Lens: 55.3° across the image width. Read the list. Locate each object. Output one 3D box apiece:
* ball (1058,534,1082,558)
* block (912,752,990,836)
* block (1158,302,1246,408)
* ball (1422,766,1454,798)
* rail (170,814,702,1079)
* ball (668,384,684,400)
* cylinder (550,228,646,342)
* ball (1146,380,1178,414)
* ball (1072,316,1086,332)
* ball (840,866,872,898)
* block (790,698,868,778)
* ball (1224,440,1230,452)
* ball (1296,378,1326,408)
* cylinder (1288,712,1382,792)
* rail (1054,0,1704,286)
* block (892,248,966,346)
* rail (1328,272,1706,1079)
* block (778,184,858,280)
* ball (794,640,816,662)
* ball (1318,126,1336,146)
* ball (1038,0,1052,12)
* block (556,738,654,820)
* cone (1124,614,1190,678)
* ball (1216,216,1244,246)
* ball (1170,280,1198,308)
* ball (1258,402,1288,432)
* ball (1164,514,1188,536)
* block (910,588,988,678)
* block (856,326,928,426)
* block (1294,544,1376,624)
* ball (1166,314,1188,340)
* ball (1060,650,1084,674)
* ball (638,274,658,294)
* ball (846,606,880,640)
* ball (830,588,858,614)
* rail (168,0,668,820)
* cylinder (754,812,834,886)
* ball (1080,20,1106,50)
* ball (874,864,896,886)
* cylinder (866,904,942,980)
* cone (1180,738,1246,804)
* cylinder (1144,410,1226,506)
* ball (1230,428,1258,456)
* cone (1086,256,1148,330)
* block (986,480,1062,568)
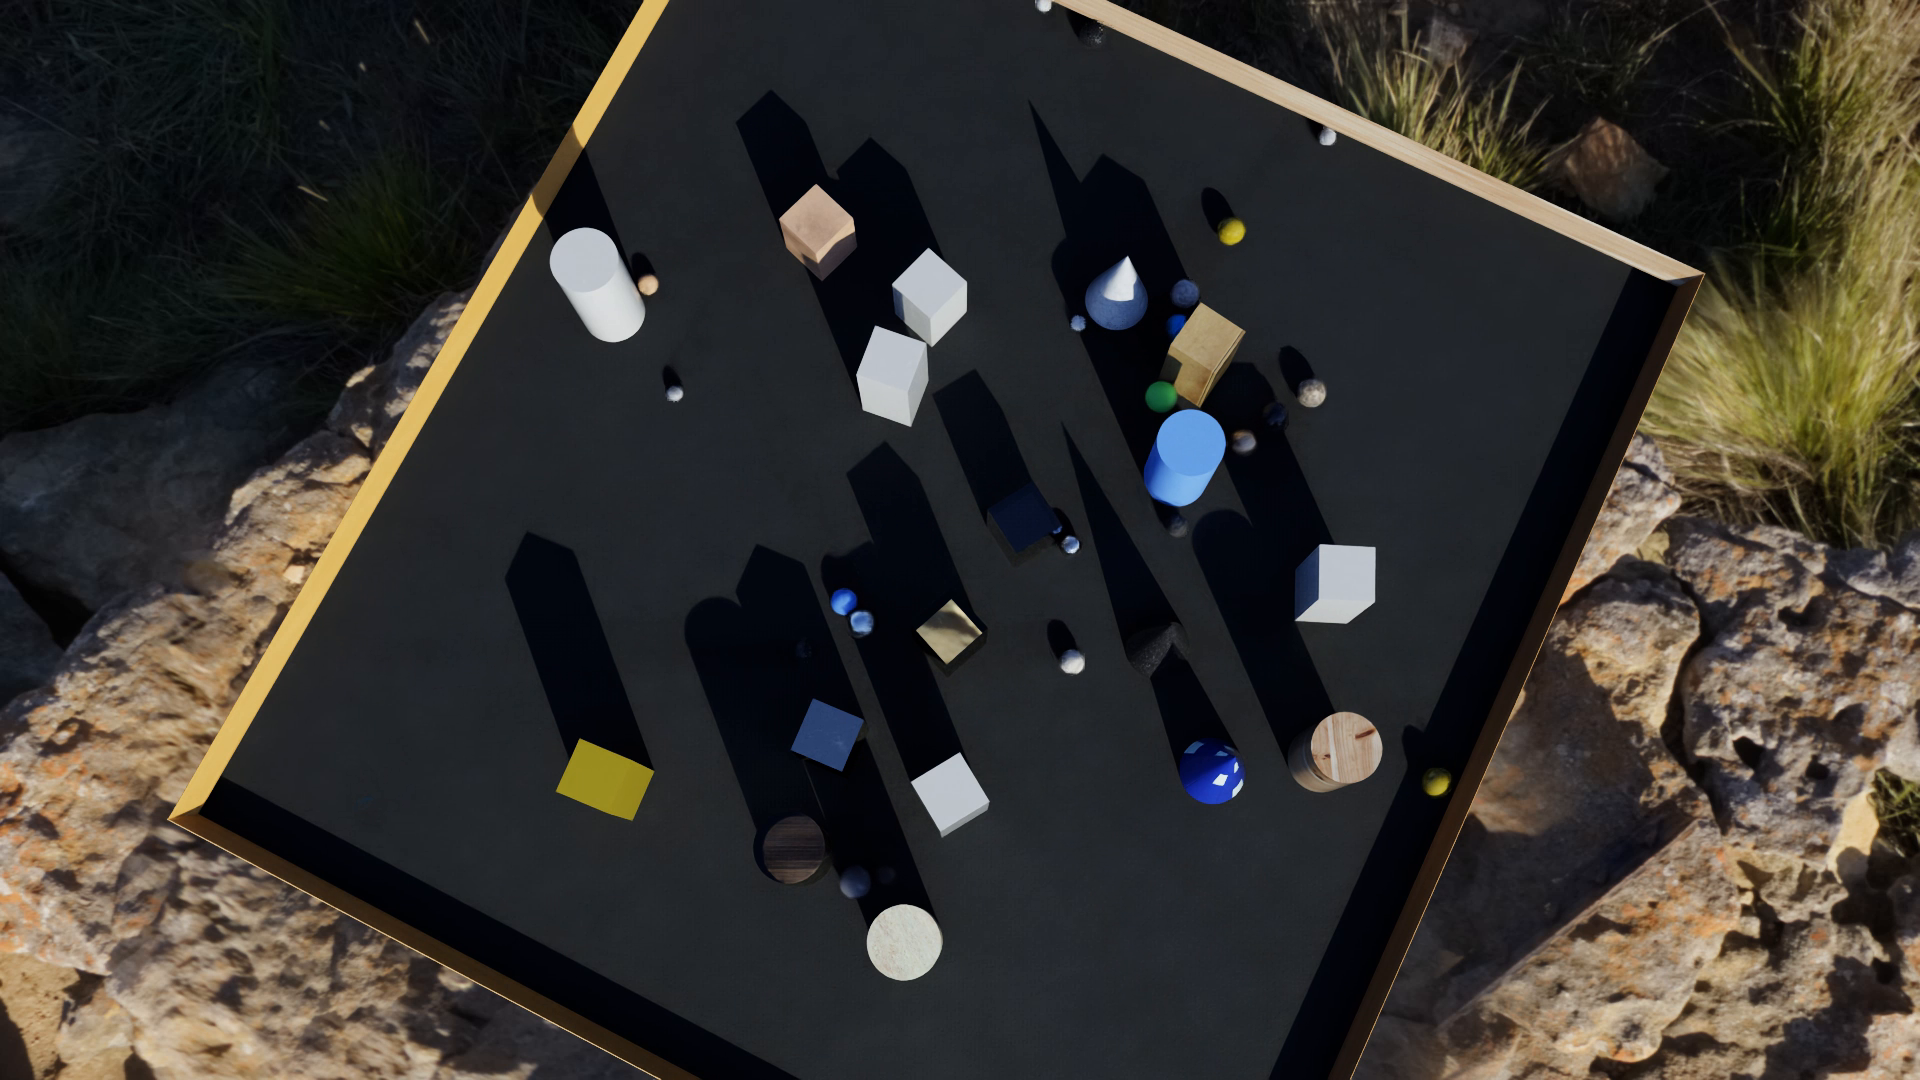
[{"bbox_3d":[0.336,0.018,5.576,0.071,0.071,0.071,0,78,0],"label":"ball"},{"bbox_3d":[-0.027,0.736,5.263,0.159,0.394,0.159,-31,80,-6],"label":"block"},{"bbox_3d":[0.728,-0.556,5.548,0.159,0.360,0.159,35,80,7],"label":"block"},{"bbox_3d":[1.413,0.716,5.421,0.093,0.093,0.093,0,78,0],"label":"ball"},{"bbox_3d":[-0.783,1.541,5.231,3.369,0.129,0.045,26,80,5],"label":"rail"},{"bbox_3d":[-0.883,-0.458,5.686,0.050,0.050,0.050,0,78,0],"label":"ball"},{"bbox_3d":[-1.089,-0.765,5.539,0.199,0.463,0.199,0,78,0],"label":"cylinder"},{"bbox_3d":[0.623,-0.442,5.657,0.099,0.099,0.099,0,78,0],"label":"ball"},{"bbox_3d":[0.372,-0.678,5.732,0.048,0.048,0.048,0,78,0],"label":"ball"},{"bbox_3d":[-0.307,0.999,5.361,0.095,0.095,0.095,0,78,0],"label":"ball"},{"bbox_3d":[-0.376,0.583,5.346,0.159,0.294,0.159,22,79,4],"label":"block"},{"bbox_3d":[0.811,-0.293,5.655,0.043,0.043,0.043,0,78,0],"label":"ball"},{"bbox_3d":[1.086,-0.454,5.664,0.090,0.090,0.090,0,78,0],"label":"ball"},{"bbox_3d":[1.077,0.617,5.293,0.199,0.384,0.199,0,78,0],"label":"cylinder"},{"bbox_3d":[0.783,-1.527,5.866,3.369,0.129,0.045,26,80,5],"label":"rail"},{"bbox_3d":[-0.091,-0.742,5.629,0.159,0.277,0.159,43,81,8],"label":"block"},{"bbox_3d":[1.485,0.734,5.398,0.045,0.129,3.551,26,80,5],"label":"rail"},{"bbox_3d":[-0.438,-0.952,5.687,0.159,0.247,0.159,44,82,8],"label":"block"},{"bbox_3d":[-0.466,0.333,5.515,0.064,0.064,0.064,0,78,0],"label":"ball"},{"bbox_3d":[1.172,-1.291,5.854,0.059,0.059,0.059,0,78,0],"label":"ball"},{"bbox_3d":[0.275,-1.739,5.951,0.049,0.049,0.049,0,78,0],"label":"ball"},{"bbox_3d":[-1.016,0.694,5.275,0.159,0.388,0.159,22,79,4],"label":"block"},{"bbox_3d":[0.597,0.278,5.350,0.199,0.409,0.199,0,78,0],"label":"cone"},{"bbox_3d":[0.853,-0.974,5.773,0.089,0.089,0.089,0,78,0],"label":"ball"},{"bbox_3d":[0.701,-0.768,5.730,0.089,0.089,0.089,0,78,0],"label":"ball"},{"bbox_3d":[0.963,-0.381,5.647,0.094,0.094,0.094,0,78,0],"label":"ball"},{"bbox_3d":[0.659,-0.044,5.591,0.068,0.068,0.068,0,78,0],"label":"ball"},{"bbox_3d":[-0.032,0.276,5.408,0.159,0.297,0.159,-41,81,-8],"label":"block"},{"bbox_3d":[-0.200,-0.489,5.524,0.159,0.379,0.159,19,79,4],"label":"block"},{"bbox_3d":[1.100,0.133,5.393,0.159,0.384,0.159,3,78,1],"label":"block"},{"bbox_3d":[0.679,-0.664,5.713,0.080,0.080,0.080,0,78,0],"label":"ball"},{"bbox_3d":[0.336,0.366,5.503,0.075,0.075,0.075,0,78,0],"label":"ball"},{"bbox_3d":[-0.979,-0.802,5.749,0.067,0.067,0.067,0,78,0],"label":"ball"},{"bbox_3d":[-0.292,0.250,5.515,0.097,0.097,0.097,0,78,0],"label":"ball"},{"bbox_3d":[-0.350,0.186,5.537,0.081,0.081,0.081,0,78,0],"label":"ball"},{"bbox_3d":[-1.485,-0.720,5.699,0.045,0.129,3.551,26,80,5],"label":"rail"},{"bbox_3d":[-0.471,0.885,5.237,0.199,0.384,0.199,0,78,0],"label":"cylinder"},{"bbox_3d":[0.429,-1.628,5.909,0.088,0.088,0.088,0,78,0],"label":"ball"},{"bbox_3d":[-0.220,0.985,5.380,0.064,0.064,0.064,0,78,0],"label":"ball"},{"bbox_3d":[-0.150,1.125,5.138,0.199,0.480,0.199,0,78,0],"label":"cylinder"},{"bbox_3d":[0.753,0.641,5.242,0.199,0.474,0.199,0,78,0],"label":"cone"},{"bbox_3d":[0.665,-0.240,5.463,0.199,0.397,0.199,0,78,0],"label":"cylinder"},{"bbox_3d":[0.871,-0.301,5.635,0.086,0.086,0.086,0,78,0],"label":"ball"},{"bbox_3d":[0.493,-0.796,5.579,0.199,0.396,0.199,0,78,0],"label":"cone"},{"bbox_3d":[0.191,-0.043,5.502,0.159,0.242,0.159,-32,80,-6],"label":"block"}]
